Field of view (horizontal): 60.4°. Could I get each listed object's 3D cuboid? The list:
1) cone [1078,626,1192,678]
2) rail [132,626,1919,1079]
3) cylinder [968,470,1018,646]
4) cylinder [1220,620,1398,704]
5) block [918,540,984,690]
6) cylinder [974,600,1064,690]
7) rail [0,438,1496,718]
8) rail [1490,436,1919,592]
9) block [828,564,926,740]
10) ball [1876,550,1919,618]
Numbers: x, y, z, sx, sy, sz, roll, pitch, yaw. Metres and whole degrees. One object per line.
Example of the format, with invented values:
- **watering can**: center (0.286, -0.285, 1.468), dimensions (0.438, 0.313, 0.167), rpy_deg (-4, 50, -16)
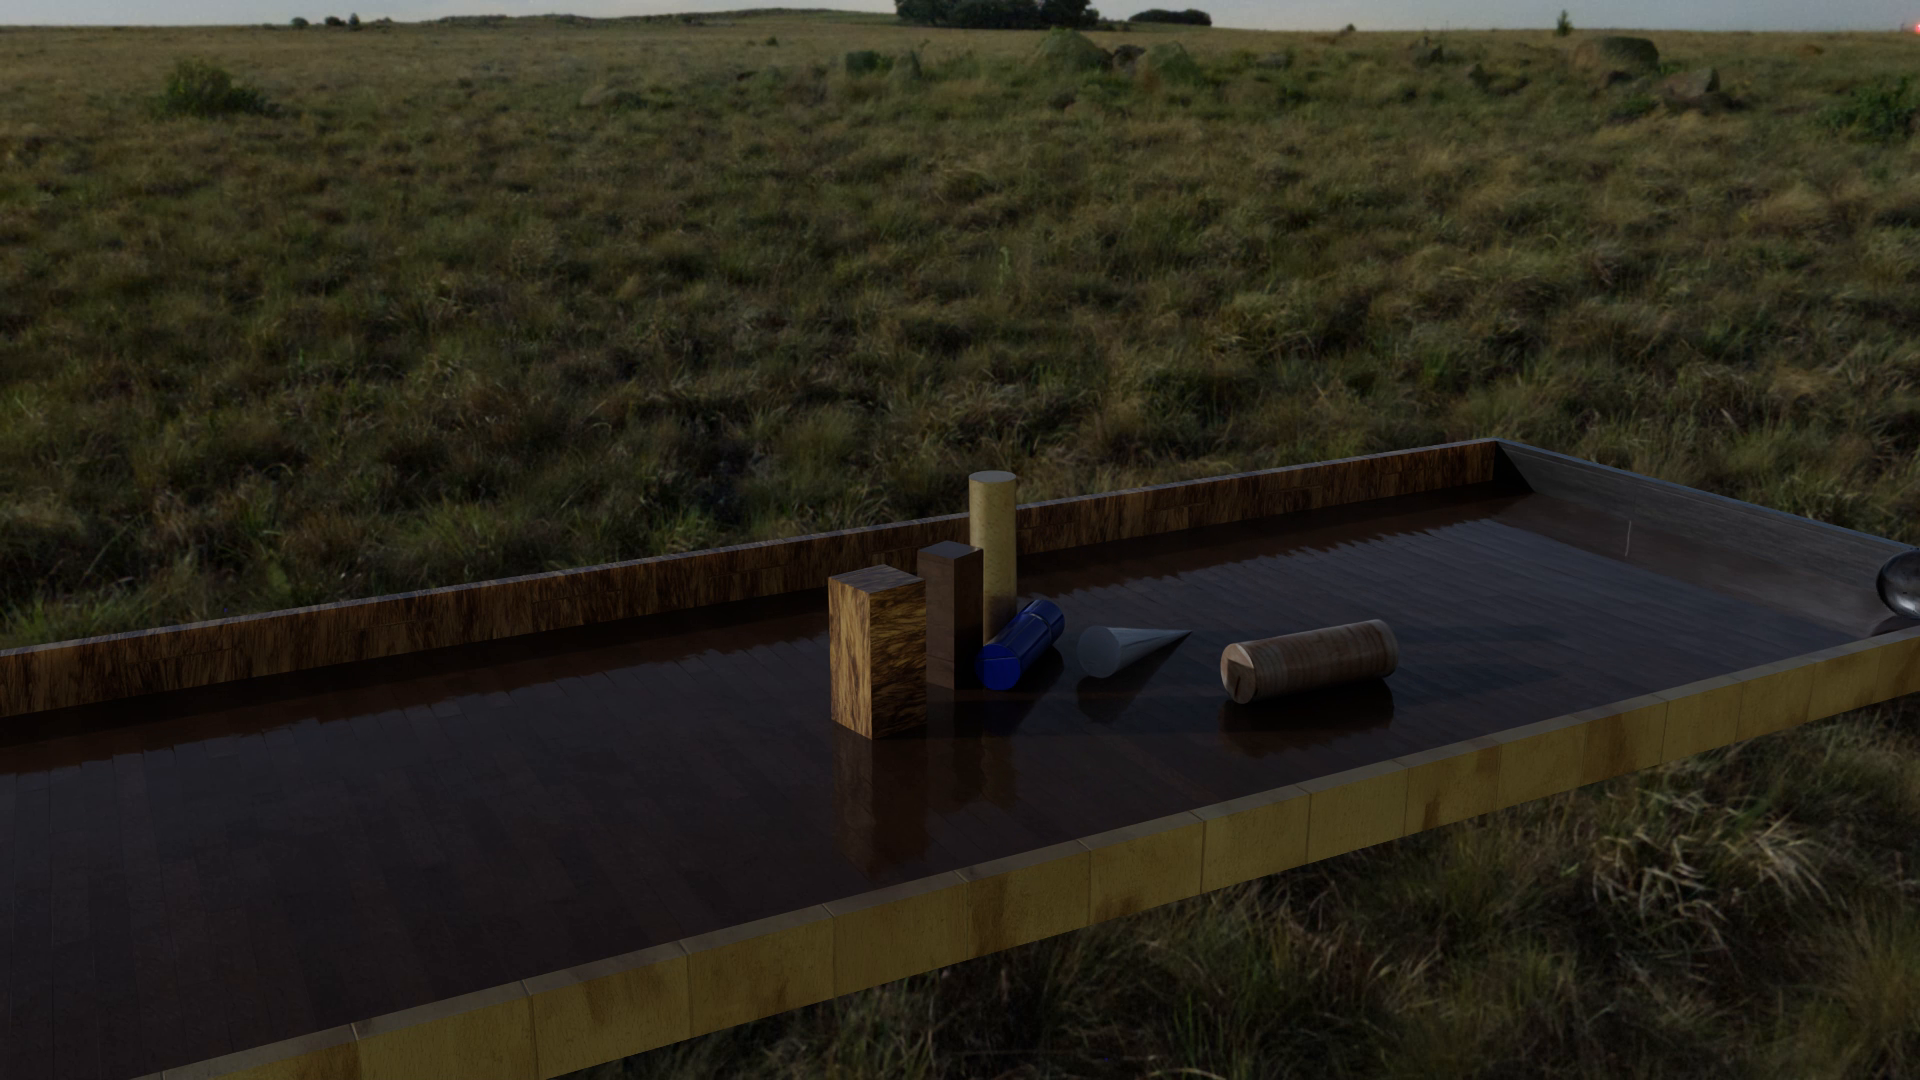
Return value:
- **cone**: center (0.495, 0.265, 4.337), dimensions (0.133, 0.133, 0.459), rpy_deg (13, 13, 38)
- **rail**: center (-2.336, 1.006, 1.665), dimensions (12.000, 0.150, 0.050), rpy_deg (-9, 18, -27)
- **cylinder**: center (0.088, 0.054, 4.352), dimensions (0.124, 0.459, 0.124), rpy_deg (-1, 17, 0)
- **cylinder**: center (0.866, 0.298, 4.078), dimensions (0.427, 0.148, 0.148), rpy_deg (-7, 18, -24)
- **block**: center (-0.024, 0.186, 4.122), dimensions (0.117, 0.338, 0.117), rpy_deg (13, 21, 37)
- **cylinder**: center (0.157, 0.266, 4.235), dimensions (0.121, 0.121, 0.373), rpy_deg (6, 17, 20)
- **rail**: center (-3.305, 0.497, 3.399), dimensions (12.000, 0.150, 0.050), rpy_deg (-9, 18, -27)
- **rail**: center (2.466, -0.048, 5.253), dimensions (0.050, 0.150, 2.100), rpy_deg (-9, 18, -27)
- **block**: center (-0.192, 0.258, 3.849), dimensions (0.160, 0.354, 0.160), rpy_deg (-13, 21, -38)
- **ball**: center (2.664, 0.123, 4.594), dimensions (0.193, 0.193, 0.193), rpy_deg (0, 16, 0)
